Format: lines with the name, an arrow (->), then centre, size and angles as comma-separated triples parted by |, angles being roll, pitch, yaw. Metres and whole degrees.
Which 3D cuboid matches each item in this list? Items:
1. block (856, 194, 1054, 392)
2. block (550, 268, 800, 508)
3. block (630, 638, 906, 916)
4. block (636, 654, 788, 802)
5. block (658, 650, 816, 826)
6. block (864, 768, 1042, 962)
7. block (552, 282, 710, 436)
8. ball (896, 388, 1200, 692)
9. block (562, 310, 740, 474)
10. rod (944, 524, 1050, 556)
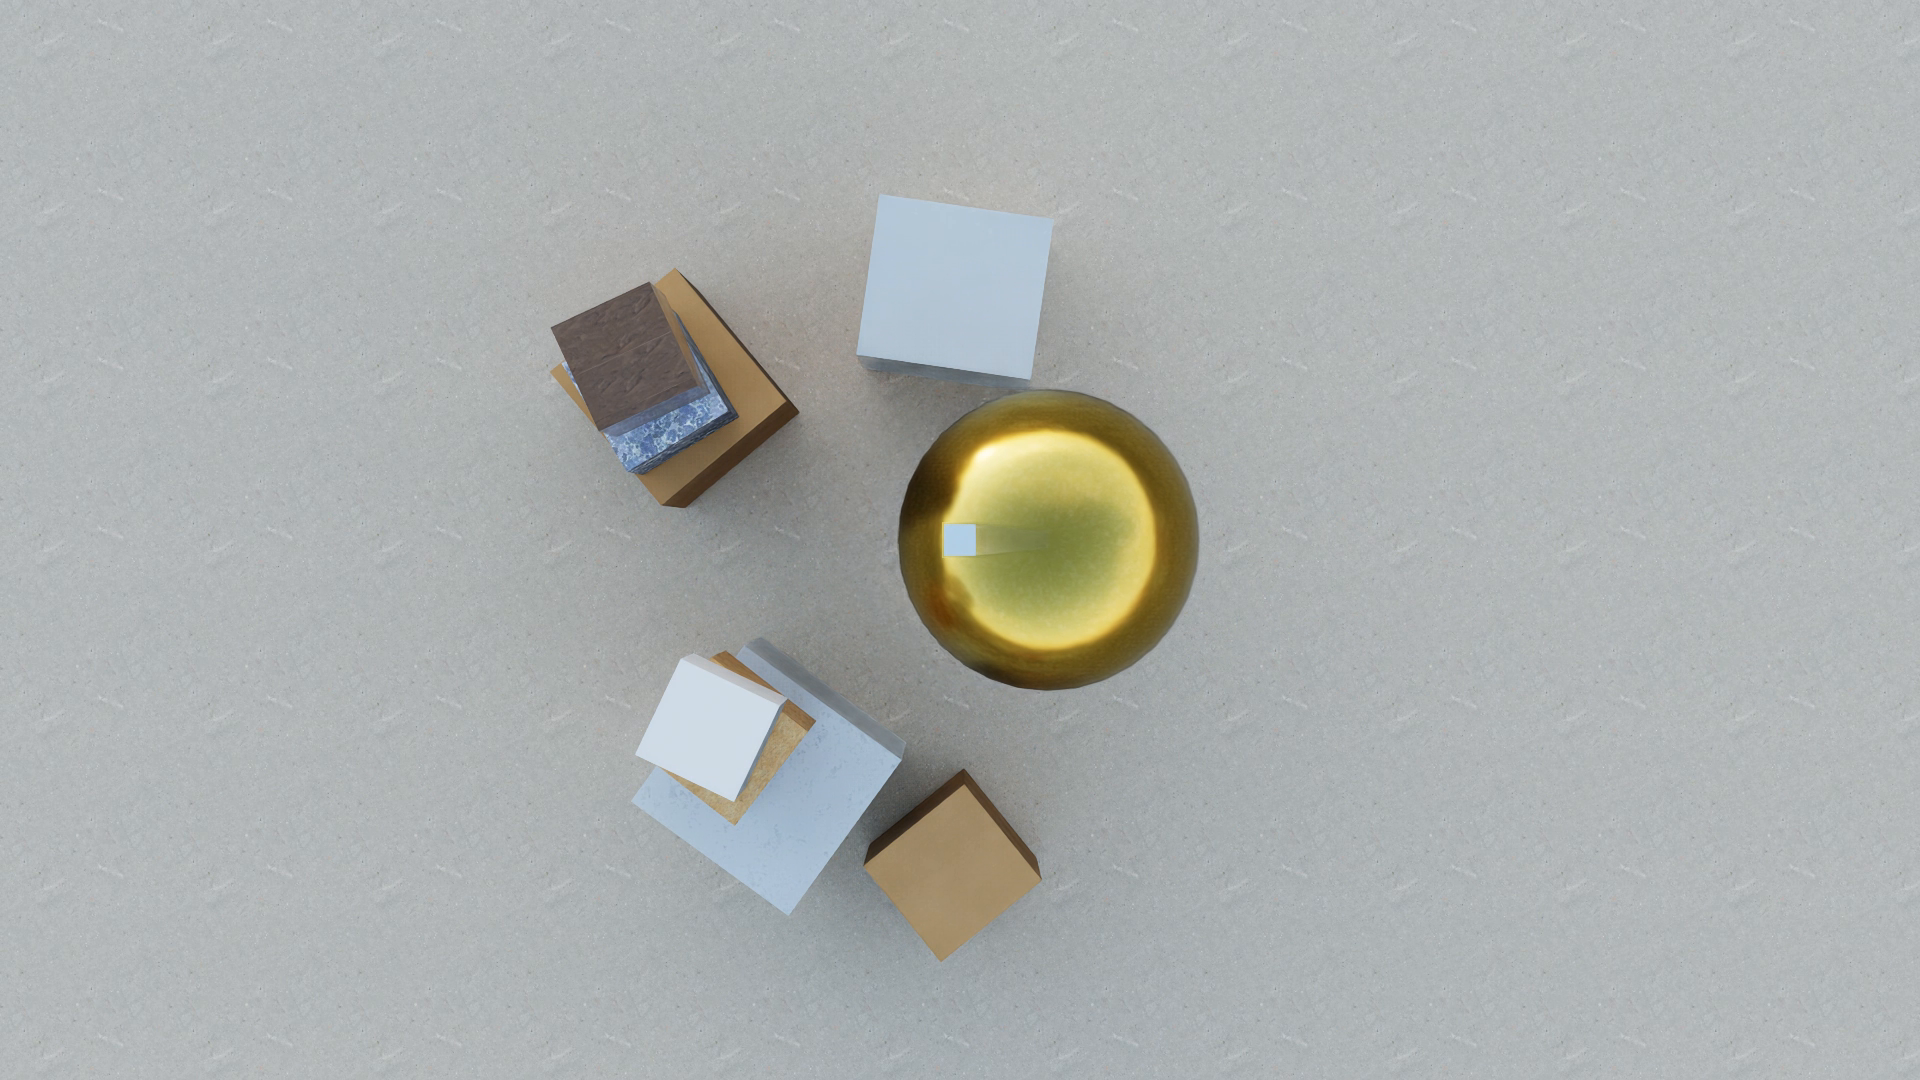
block -> -0.027, -1.381, 12.497 | 0.960, 1.005, 0.884 | 8, 90, 0
block -> -1.589, -0.835, 12.484 | 0.887, 1.031, 0.947 | -40, 90, 0
block -> -1.054, 1.308, 12.478 | 1.060, 1.045, 1.048 | 36, 90, 0
block -> -1.235, 0.930, 11.010 | 0.536, 0.524, 0.520 | 25, 90, 0
block -> -1.214, 1.032, 11.614 | 0.626, 0.683, 0.611 | 38, 90, 0
block -> -0.041, 1.840, 12.569 | 0.719, 0.861, 0.683 | -39, 90, 0
block -> -1.652, -0.902, 11.104 | 0.536, 0.582, 0.564 | -25, 90, 0
ball -> 0.466, 0.000, 11.631 | 1.600, 1.600, 1.600 | 0, 90, 0
block -> -1.633, -0.793, 11.682 | 0.615, 0.574, 0.657 | -31, 90, 0
rod -> 0.202, 0.000, 8.241 | 0.080, 5.200, 0.080 | 0, 90, 4
